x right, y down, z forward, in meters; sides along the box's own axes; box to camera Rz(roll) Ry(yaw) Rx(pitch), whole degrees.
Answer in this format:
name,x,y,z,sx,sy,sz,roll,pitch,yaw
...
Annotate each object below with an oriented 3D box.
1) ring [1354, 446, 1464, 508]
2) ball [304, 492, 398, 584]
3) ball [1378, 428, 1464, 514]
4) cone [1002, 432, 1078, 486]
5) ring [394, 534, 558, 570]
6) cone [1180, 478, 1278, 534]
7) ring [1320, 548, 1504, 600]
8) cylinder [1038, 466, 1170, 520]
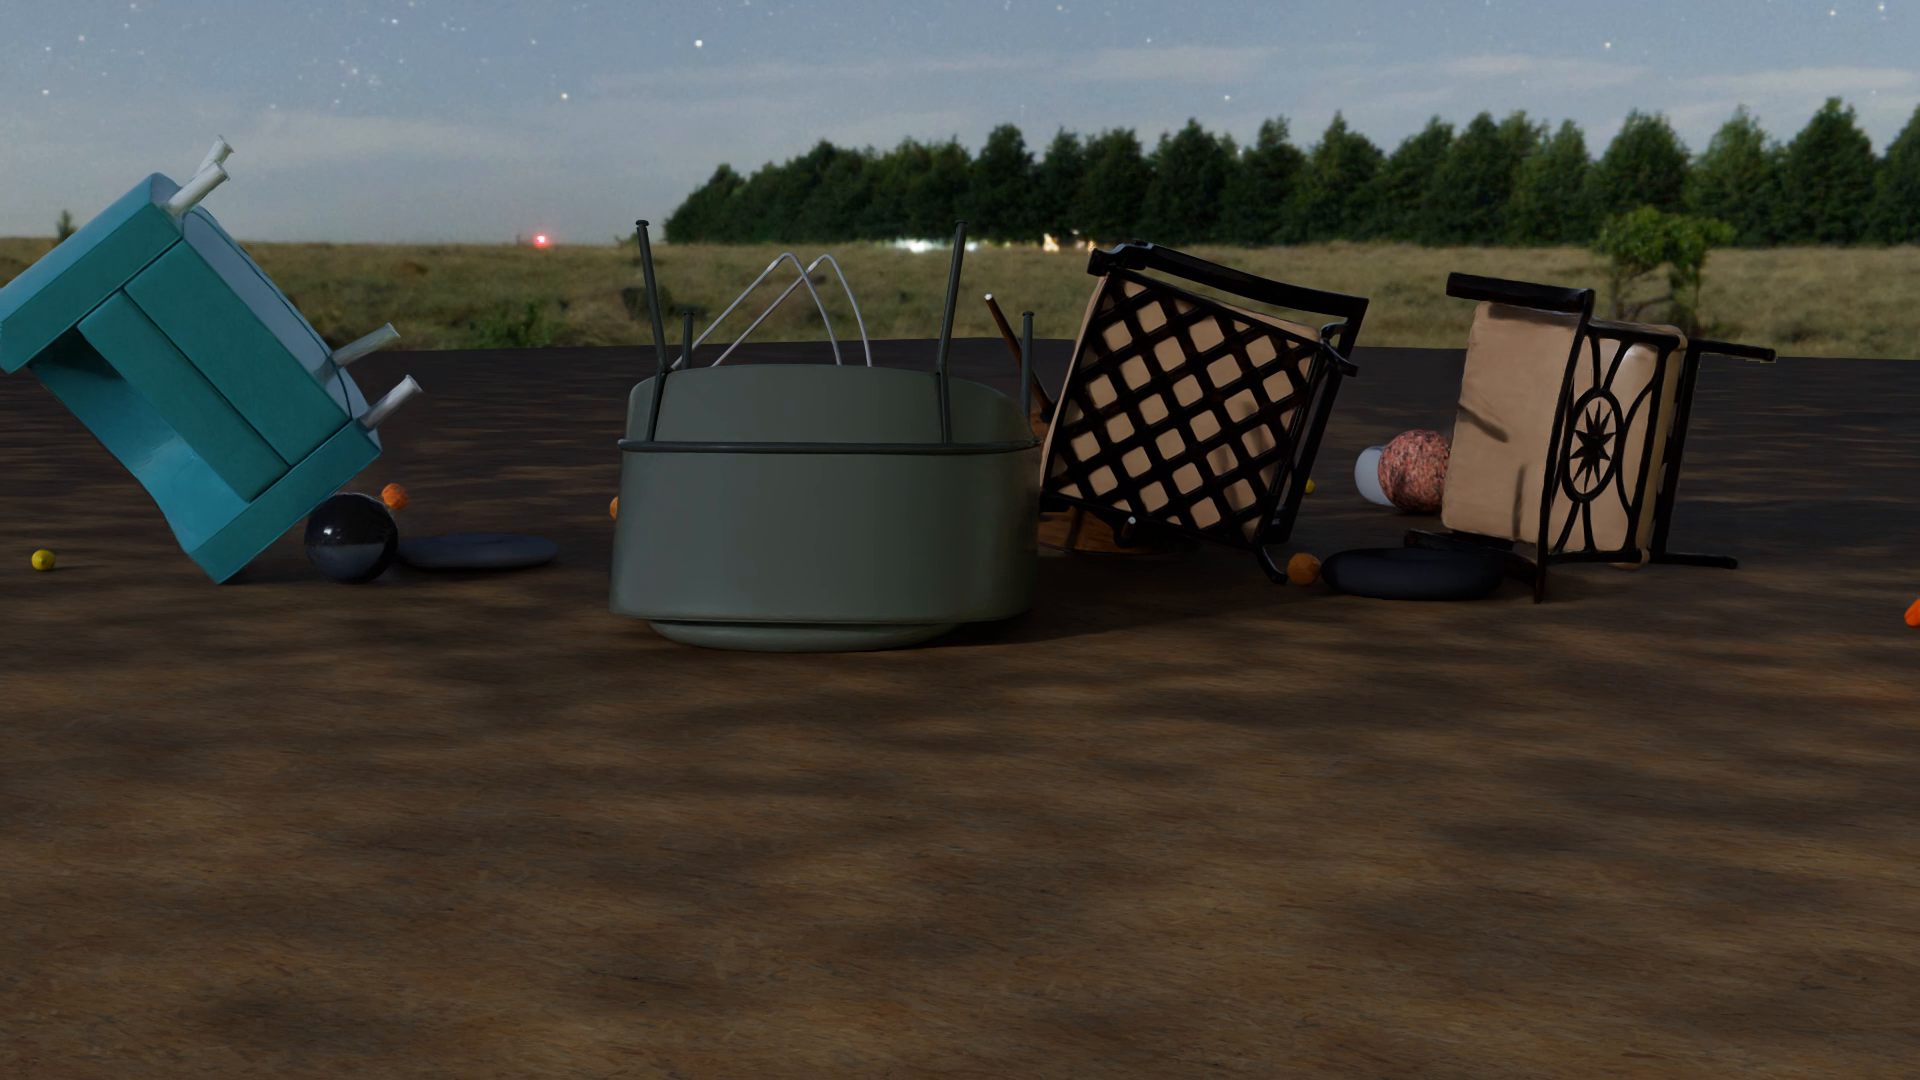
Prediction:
name,x,y,z,sx,sy,sz,roll,pitch,yaw
ring,1.293,-0.180,7.399,0.218,0.157,0.387,-6,10,-33
ball,-1.301,-0.004,5.486,0.197,0.197,0.197,0,6,0
ball,1.276,-0.190,7.111,0.236,0.236,0.236,0,6,0
cone,0.226,-0.214,8.073,0.234,0.158,0.238,-26,-16,-22
ring,-1.109,0.027,5.870,0.373,0.059,0.378,3,6,32
cone,0.708,-0.056,6.616,0.258,0.164,0.114,-15,-37,14
ring,0.940,0.070,5.348,0.358,0.082,0.402,-3,6,-29
cylinder,0.391,-0.129,6.975,0.309,0.131,0.193,3,-15,27
